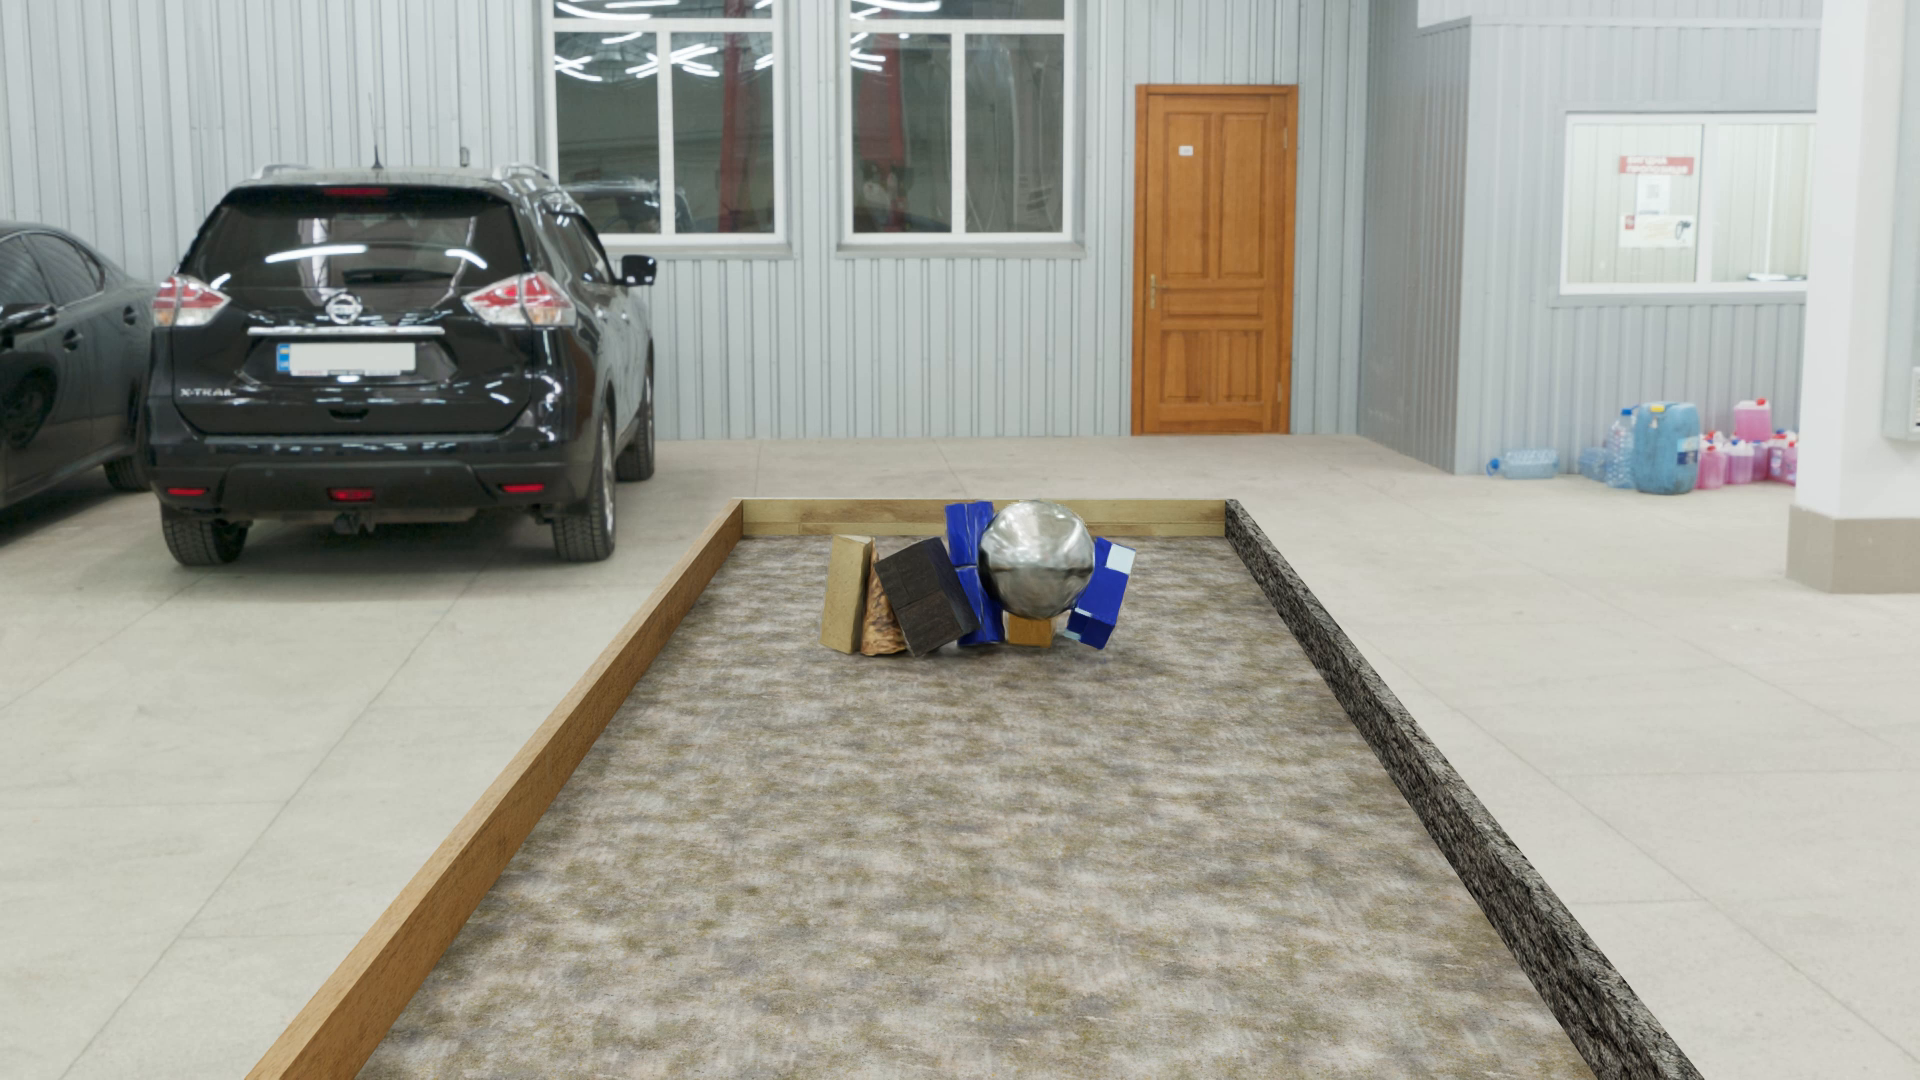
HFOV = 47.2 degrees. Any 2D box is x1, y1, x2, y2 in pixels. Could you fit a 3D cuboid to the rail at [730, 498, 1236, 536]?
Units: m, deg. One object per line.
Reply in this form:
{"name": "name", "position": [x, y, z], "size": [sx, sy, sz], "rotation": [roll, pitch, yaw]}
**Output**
{"name": "rail", "position": [0.099, -0.098, 9.147], "size": [2.100, 0.150, 0.050], "rotation": [0, 9, 1]}

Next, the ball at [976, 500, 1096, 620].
{"name": "ball", "position": [0.230, 0.061, 6.700], "size": [0.364, 0.364, 0.364], "rotation": [0, 9, 0]}

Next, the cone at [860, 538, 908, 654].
{"name": "cone", "position": [-0.253, 0.163, 6.778], "size": [0.150, 0.360, 0.150], "rotation": [-6, 5, 0]}

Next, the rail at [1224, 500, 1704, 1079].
{"name": "rail", "position": [1.046, 0.843, 3.208], "size": [0.050, 0.150, 12.000], "rotation": [0, 9, 1]}

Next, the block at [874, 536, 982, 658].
{"name": "block", "position": [-0.100, 0.173, 6.746], "size": [0.173, 0.312, 0.173], "rotation": [-26, -3, 19]}

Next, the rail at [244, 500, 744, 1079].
{"name": "rail", "position": [-1.004, 0.839, 3.234], "size": [0.050, 0.150, 12.000], "rotation": [0, 9, 1]}

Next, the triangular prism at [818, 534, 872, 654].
{"name": "triangular prism", "position": [-0.327, 0.165, 6.828], "size": [0.134, 0.348, 0.116], "rotation": [15, 11, 38]}

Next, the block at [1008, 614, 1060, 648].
{"name": "block", "position": [0.238, 0.224, 6.994], "size": [0.133, 0.133, 0.304], "rotation": [4, 17, 7]}

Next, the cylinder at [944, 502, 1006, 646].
{"name": "cylinder", "position": [0.047, 0.106, 6.877], "size": [0.151, 0.438, 0.151], "rotation": [-5, -1, 0]}

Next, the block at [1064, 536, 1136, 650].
{"name": "block", "position": [0.436, 0.166, 6.860], "size": [0.130, 0.130, 0.318], "rotation": [20, 49, -1]}
